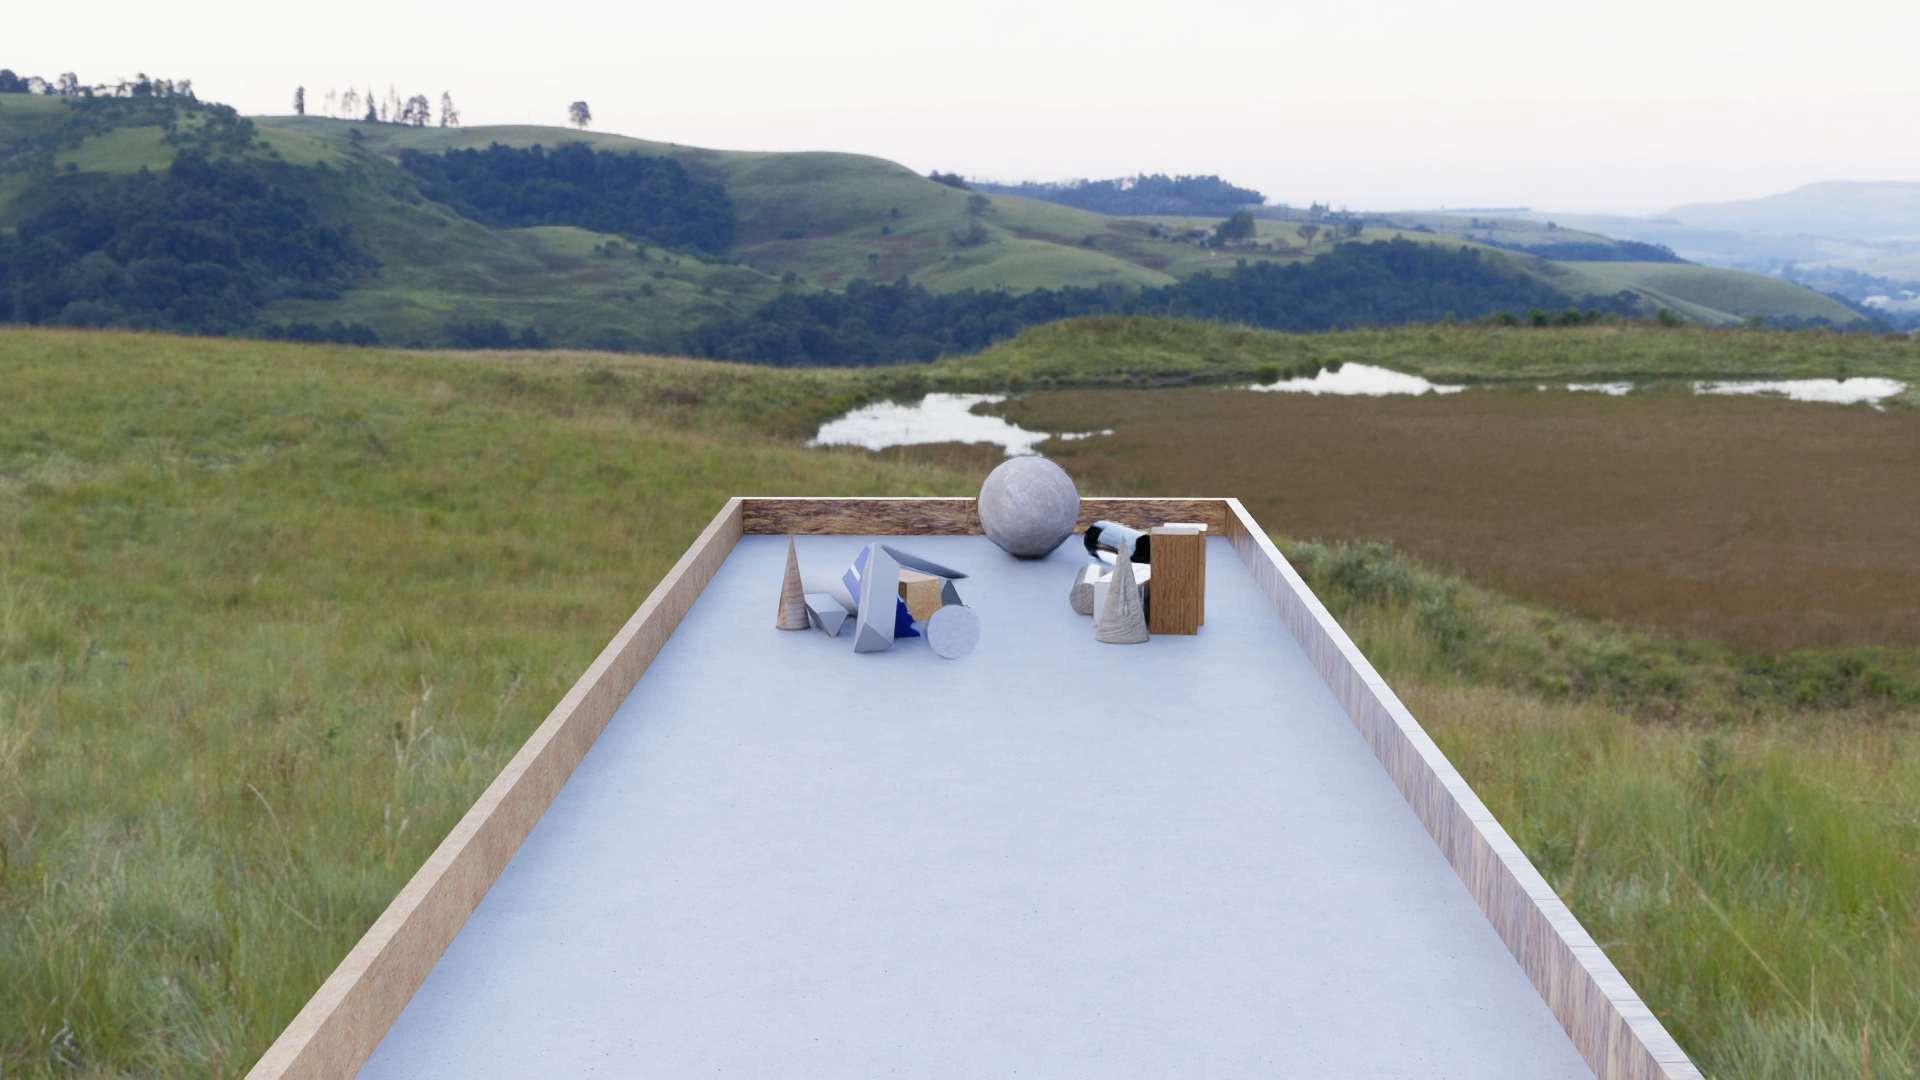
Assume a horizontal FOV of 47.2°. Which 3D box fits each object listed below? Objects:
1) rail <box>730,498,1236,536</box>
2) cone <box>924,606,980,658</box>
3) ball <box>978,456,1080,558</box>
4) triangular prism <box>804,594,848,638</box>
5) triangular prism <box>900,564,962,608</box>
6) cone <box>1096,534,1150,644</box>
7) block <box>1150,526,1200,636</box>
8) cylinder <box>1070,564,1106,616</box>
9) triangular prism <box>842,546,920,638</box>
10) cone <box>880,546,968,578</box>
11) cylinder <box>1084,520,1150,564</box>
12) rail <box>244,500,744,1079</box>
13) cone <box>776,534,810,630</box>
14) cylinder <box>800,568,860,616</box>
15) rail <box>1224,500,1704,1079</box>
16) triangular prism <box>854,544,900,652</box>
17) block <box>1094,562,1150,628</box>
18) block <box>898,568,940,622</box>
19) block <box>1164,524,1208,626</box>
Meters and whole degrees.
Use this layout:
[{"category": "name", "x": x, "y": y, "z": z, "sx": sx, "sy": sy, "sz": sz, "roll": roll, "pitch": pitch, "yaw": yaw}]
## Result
[{"category": "rail", "x": 0.099, "y": -0.098, "z": 9.147, "sx": 2.100, "sy": 0.150, "sz": 0.050, "roll": 0, "pitch": 9, "yaw": 1}, {"category": "cone", "x": -0.070, "y": 0.287, "z": 6.939, "sx": 0.165, "sy": 0.165, "sz": 0.451, "roll": -2, "pitch": -1, "yaw": -13}, {"category": "ball", "x": 0.267, "y": -0.130, "z": 8.570, "sx": 0.395, "sy": 0.395, "sz": 0.395, "roll": 0, "pitch": 9, "yaw": 0}, {"category": "triangular prism", "x": -0.458, "y": 0.227, "z": 7.170, "sx": 0.085, "sy": 0.098, "sz": 0.319, "roll": 29, "pitch": 0, "yaw": -17}, {"category": "triangular prism", "x": -0.124, "y": 0.163, "z": 7.612, "sx": 0.126, "sy": 0.109, "sz": 0.339, "roll": -5, "pitch": 10, "yaw": -30}, {"category": "cone", "x": 0.518, "y": 0.145, "z": 6.983, "sx": 0.173, "sy": 0.349, "sz": 0.173, "roll": 0, "pitch": 9, "yaw": 0}, {"category": "block", "x": 0.695, "y": 0.132, "z": 7.131, "sx": 0.152, "sy": 0.328, "sz": 0.152, "roll": 1, "pitch": 9, "yaw": 7}, {"category": "cylinder", "x": 0.446, "y": 0.168, "z": 7.606, "sx": 0.108, "sy": 0.108, "sz": 0.409, "roll": 1, "pitch": 9, "yaw": 6}, {"category": "triangular prism", "x": -0.252, "y": 0.162, "z": 7.150, "sx": 0.152, "sy": 0.132, "sz": 0.369, "roll": -4, "pitch": 31, "yaw": -20}, {"category": "cone", "x": -0.124, "y": 0.113, "z": 8.076, "sx": 0.369, "sy": 0.141, "sz": 0.141, "roll": 8, "pitch": 5, "yaw": -24}, {"category": "cylinder", "x": 0.621, "y": 0.028, "z": 8.347, "sx": 0.153, "sy": 0.153, "sz": 0.388, "roll": -3, "pitch": 10, "yaw": -21}, {"category": "rail", "x": -1.004, "y": 0.839, "z": 3.234, "sx": 0.050, "sy": 0.150, "sz": 12.000, "roll": 0, "pitch": 9, "yaw": 1}, {"category": "cone", "x": -0.548, "y": 0.127, "z": 7.178, "sx": 0.115, "sy": 0.322, "sz": 0.115, "roll": 0, "pitch": 9, "yaw": 0}, {"category": "cylinder", "x": -0.422, "y": 0.181, "z": 7.486, "sx": 0.121, "sy": 0.121, "sz": 0.420, "roll": -7, "pitch": 11, "yaw": -38}, {"category": "rail", "x": 1.046, "y": 0.843, "z": 3.208, "sx": 0.050, "sy": 0.150, "sz": 12.000, "roll": 0, "pitch": 9, "yaw": 1}, {"category": "triangular prism", "x": -0.272, "y": 0.173, "z": 6.934, "sx": 0.123, "sy": 0.106, "sz": 0.417, "roll": -9, "pitch": 35, "yaw": 9}, {"category": "block", "x": 0.582, "y": 0.186, "z": 7.341, "sx": 0.154, "sy": 0.154, "sz": 0.385, "roll": 4, "pitch": 10, "yaw": 22}, {"category": "block", "x": -0.213, "y": 0.181, "z": 7.431, "sx": 0.136, "sy": 0.136, "sz": 0.323, "roll": -6, "pitch": 11, "yaw": -35}, {"category": "block", "x": 0.742, "y": 0.114, "z": 7.272, "sx": 0.140, "sy": 0.318, "sz": 0.140, "roll": 2, "pitch": 9, "yaw": 7}]
